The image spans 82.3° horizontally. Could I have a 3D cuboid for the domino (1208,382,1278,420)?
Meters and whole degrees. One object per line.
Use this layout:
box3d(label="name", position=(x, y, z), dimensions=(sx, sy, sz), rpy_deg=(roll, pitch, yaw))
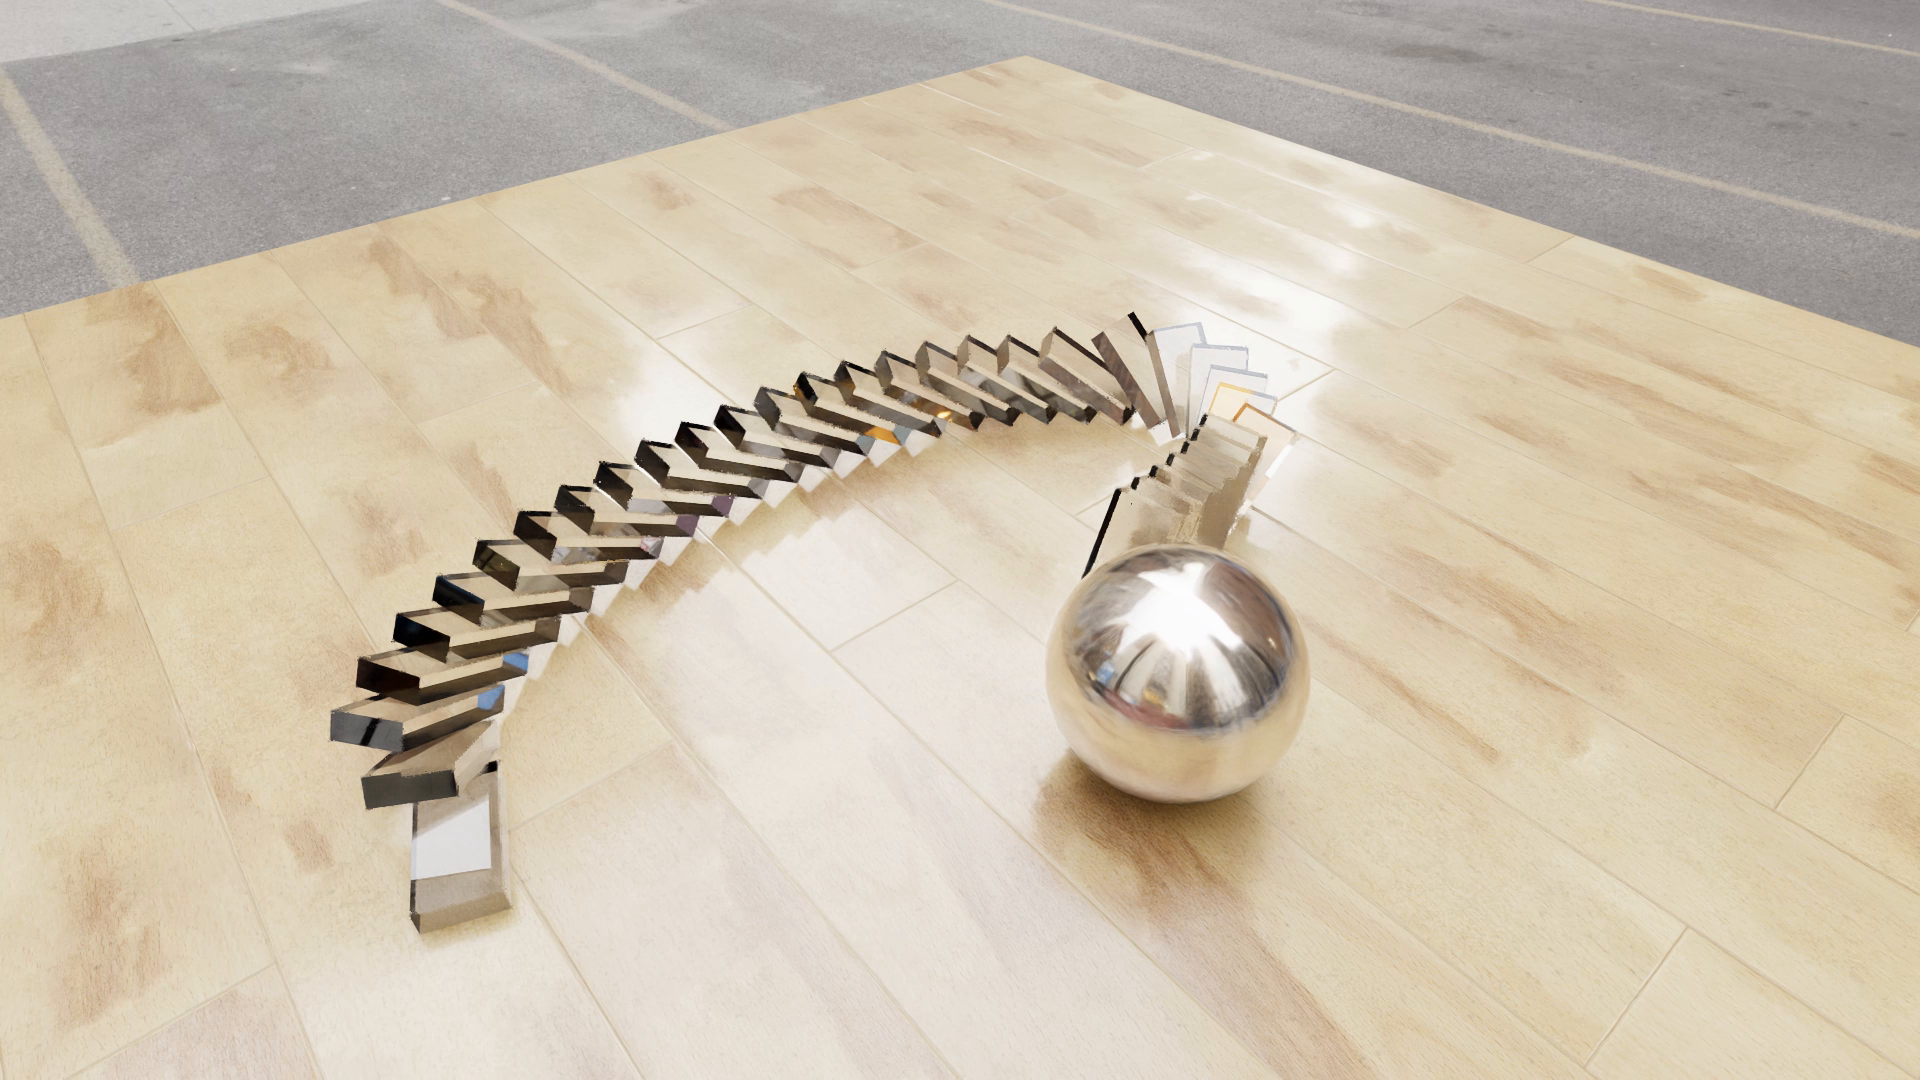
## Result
box3d(label="domino", position=(0.114, -0.040, 0.469), dimensions=(0.025, 0.010, 0.050), rpy_deg=(20, 83, 20))

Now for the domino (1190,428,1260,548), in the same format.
box3d(label="domino", position=(0.096, -0.016, 0.432), dimensions=(0.025, 0.050, 0.010), rpy_deg=(31, 22, 32))

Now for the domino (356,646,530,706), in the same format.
box3d(label="domino", position=(-0.173, 0.043, 0.371), dimensions=(0.025, 0.010, 0.050), rpy_deg=(13, 9, 17))

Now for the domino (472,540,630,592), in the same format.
box3d(label="domino", position=(-0.153, 0.009, 0.413), dimensions=(0.025, 0.010, 0.050), rpy_deg=(25, 14, 28))

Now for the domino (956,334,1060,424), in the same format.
box3d(label="domino", position=(0.022, -0.075, 0.515), dimensions=(0.050, 0.009, 0.025), rpy_deg=(26, 33, -20))

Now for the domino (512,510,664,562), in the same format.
box3d(label="domino", position=(-0.143, -0.002, 0.426), dimensions=(0.025, 0.010, 0.050), rpy_deg=(29, 15, 30))

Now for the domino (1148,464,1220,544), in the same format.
box3d(label="domino", position=(0.076, 0.000, 0.413), dimensions=(0.025, 0.050, 0.010), rpy_deg=(31, 23, 32))

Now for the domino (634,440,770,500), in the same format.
box3d(label="domino", position=(-0.107, -0.029, 0.459), dimensions=(0.050, 0.009, 0.025), rpy_deg=(6, 25, -49))

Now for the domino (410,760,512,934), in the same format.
box3d(label="domino", position=(-0.151, 0.091, 0.332), dimensions=(0.025, 0.009, 0.050), rpy_deg=(-13, 41, -15))

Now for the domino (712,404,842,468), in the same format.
box3d(label="domino", position=(-0.079, -0.045, 0.478), dimensions=(0.050, 0.009, 0.025), rpy_deg=(9, 26, -45))

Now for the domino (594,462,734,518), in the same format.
box3d(label="domino", position=(-0.120, -0.020, 0.448), dimensions=(0.025, 0.010, 0.050), rpy_deg=(33, 18, 34))

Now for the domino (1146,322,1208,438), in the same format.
box3d(label="domino", position=(0.105, -0.074, 0.509), dimensions=(0.025, 0.009, 0.050), rpy_deg=(-12, 83, -15))

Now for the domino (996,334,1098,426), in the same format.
box3d(label="domino", position=(0.041, -0.075, 0.515), dimensions=(0.050, 0.009, 0.025), rpy_deg=(26, 35, -20))

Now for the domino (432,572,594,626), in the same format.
box3d(label="domino", position=(-0.161, 0.020, 0.400), dimensions=(0.025, 0.009, 0.050), rpy_deg=(21, 12, 24))

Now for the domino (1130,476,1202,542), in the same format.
box3d(label="domino", position=(0.068, 0.004, 0.407), dimensions=(0.025, 0.050, 0.009), rpy_deg=(31, 23, 32))

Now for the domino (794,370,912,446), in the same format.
box3d(label="domino", position=(-0.048, -0.059, 0.496), dimensions=(0.050, 0.010, 0.025), rpy_deg=(15, 28, -36))

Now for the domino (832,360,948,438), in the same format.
box3d(label="domino", position=(-0.031, -0.064, 0.502), dimensions=(0.050, 0.010, 0.025), rpy_deg=(17, 29, -33))

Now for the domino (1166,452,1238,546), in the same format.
box3d(label="domino", position=(0.083, -0.005, 0.419), dimensions=(0.025, 0.050, 0.010), rpy_deg=(31, 23, 32))

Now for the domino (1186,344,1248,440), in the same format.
box3d(label="domino", position=(0.116, -0.063, 0.496), dimensions=(0.025, 0.010, 0.050), rpy_deg=(4, 79, 4))

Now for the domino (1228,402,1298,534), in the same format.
box3d(label="domino", position=(0.114, -0.029, 0.455), dimensions=(0.025, 0.010, 0.050), rpy_deg=(36, 89, 26))

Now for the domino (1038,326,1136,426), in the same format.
box3d(label="domino", position=(0.060, -0.077, 0.516), dimensions=(0.050, 0.009, 0.025), rpy_deg=(32, 37, -15))

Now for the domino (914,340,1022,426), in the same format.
box3d(label="domino", position=(0.004, -0.073, 0.512), dimensions=(0.050, 0.010, 0.025), rpy_deg=(23, 31, -25))

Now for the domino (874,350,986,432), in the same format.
box3d(label="domino", position=(-0.014, -0.069, 0.507), dimensions=(0.050, 0.010, 0.025), rpy_deg=(19, 30, -30))

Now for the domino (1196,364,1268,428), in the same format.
box3d(label="domino", position=(0.117, -0.050, 0.482), dimensions=(0.025, 0.009, 0.050), rpy_deg=(13, 80, 16))

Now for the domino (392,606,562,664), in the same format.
box3d(label="domino", position=(-0.168, 0.031, 0.386), dimensions=(0.025, 0.009, 0.050), rpy_deg=(17, 10, 21))

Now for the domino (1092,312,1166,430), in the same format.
box3d(label="domino", position=(0.085, -0.080, 0.515), dimensions=(0.025, 0.009, 0.050), rpy_deg=(-37, 96, -36))

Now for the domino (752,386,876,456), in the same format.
box3d(label="domino", position=(-0.064, -0.052, 0.487), dimensions=(0.050, 0.009, 0.025), rpy_deg=(12, 26, -41))

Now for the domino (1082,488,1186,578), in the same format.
box3d(label="domino", position=(0.061, 0.009, 0.401), dimensions=(0.025, 0.050, 0.009), rpy_deg=(31, 23, 32))

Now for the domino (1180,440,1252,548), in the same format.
box3d(label="domino", position=(0.090, -0.010, 0.425), dimensions=(0.025, 0.050, 0.010), rpy_deg=(31, 23, 32))

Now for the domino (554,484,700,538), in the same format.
box3d(label="domino", position=(-0.132, -0.011, 0.437), dimensions=(0.025, 0.010, 0.050), rpy_deg=(31, 17, 32))

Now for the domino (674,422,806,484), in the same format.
box3d(label="domino", position=(-0.093, -0.037, 0.469), dimensions=(0.050, 0.010, 0.025), rpy_deg=(7, 25, -47))

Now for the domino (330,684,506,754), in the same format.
box3d(label="domino", position=(-0.174, 0.055, 0.355), dimensions=(0.025, 0.009, 0.050), rpy_deg=(7, 7, 11))

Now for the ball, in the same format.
box3d(label="ball", position=(0.066, 0.040, 0.339), dimensions=(0.080, 0.080, 0.080), rpy_deg=(0, 39, 0))

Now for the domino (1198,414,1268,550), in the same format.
box3d(label="domino", position=(0.101, -0.023, 0.440), dimensions=(0.025, 0.050, 0.010), rpy_deg=(30, 22, 31))

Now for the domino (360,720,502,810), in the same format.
box3d(label="domino", position=(-0.162, 0.068, 0.340), dimensions=(0.025, 0.009, 0.050), rpy_deg=(-7, 7, -8))
